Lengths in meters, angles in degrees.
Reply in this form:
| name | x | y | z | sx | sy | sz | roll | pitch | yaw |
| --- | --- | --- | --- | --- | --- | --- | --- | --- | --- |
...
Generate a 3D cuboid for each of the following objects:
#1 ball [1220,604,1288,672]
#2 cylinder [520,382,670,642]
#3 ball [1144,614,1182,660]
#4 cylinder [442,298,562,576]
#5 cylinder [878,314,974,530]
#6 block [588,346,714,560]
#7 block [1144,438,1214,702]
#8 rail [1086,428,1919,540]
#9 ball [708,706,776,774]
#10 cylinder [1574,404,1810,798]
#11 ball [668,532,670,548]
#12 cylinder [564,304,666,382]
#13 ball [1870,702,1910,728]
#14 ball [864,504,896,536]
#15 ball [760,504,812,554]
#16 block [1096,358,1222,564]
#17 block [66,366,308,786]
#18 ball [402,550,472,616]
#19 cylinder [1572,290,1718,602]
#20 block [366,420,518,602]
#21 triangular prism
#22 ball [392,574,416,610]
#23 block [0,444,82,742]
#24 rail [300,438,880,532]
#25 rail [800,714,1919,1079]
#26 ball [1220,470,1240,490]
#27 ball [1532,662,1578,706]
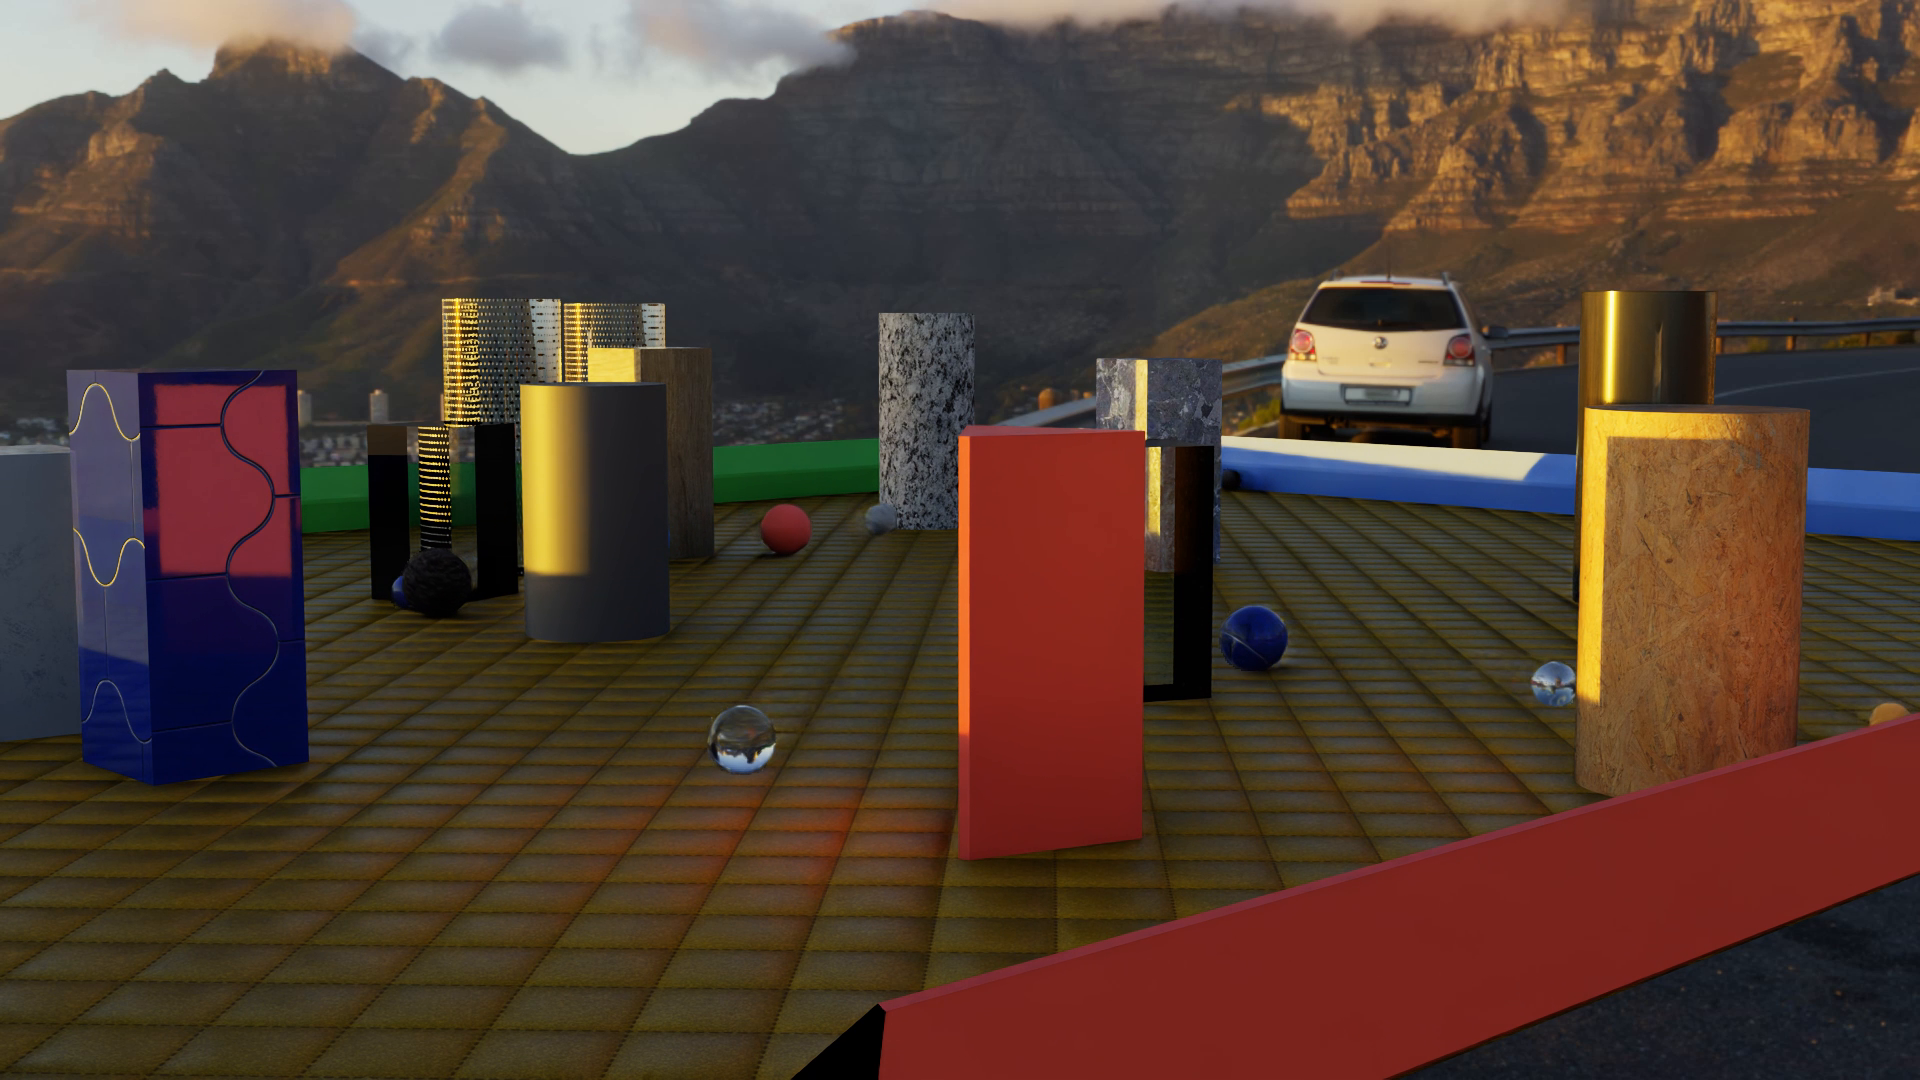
| name | x | y | z | sx | sy | sz | roll | pitch | yaw |
| --- | --- | --- | --- | --- | --- | --- | --- | --- | --- |
| ball | 0.365 | 0.122 | 2.728 | 0.082 | 0.082 | 0.082 | 0 | 6 | 0 |
| cylinder | -0.504 | -0.043 | 3.042 | 0.199 | 0.344 | 0.199 | 0 | 6 | 0 |
| ball | 0.255 | 0.124 | 2.819 | 0.057 | 0.057 | 0.057 | 0 | 6 | 0 |
| cylinder | -0.781 | -0.179 | 3.765 | 0.199 | 0.465 | 0.199 | 0 | 6 | 0 |
| cylinder | -0.069 | -0.250 | 4.561 | 0.199 | 0.440 | 0.199 | 0 | 6 | 0 |
| block | -0.561 | -0.160 | 3.996 | 0.159 | 0.377 | 0.159 | -6 | 8 | -44 |
| block | 0.188 | 0.032 | 2.571 | 0.159 | 0.291 | 0.159 | -2 | 6 | -20 |
| rail | 1.451 | -0.105 | 4.663 | 0.045 | 0.129 | 3.391 | -5 | 8 | -42 |
| ball | -0.210 | 0.193 | 2.120 | 0.066 | 0.066 | 0.066 | 0 | 6 | 0 |
| cylinder | 0.682 | 0.054 | 2.057 | 0.199 | 0.354 | 0.199 | 0 | 6 | 0 |
| ball | -0.552 | 0.000 | 3.842 | 0.092 | 0.092 | 0.092 | 0 | 6 | 0 |
| cylinder | -0.686 | -0.241 | 4.386 | 0.199 | 0.459 | 0.199 | 0 | 6 | 0 |
| ball | 0.963 | 0.189 | 2.275 | 0.041 | 0.041 | 0.041 | 0 | 6 | 0 |
| ball | -0.158 | -0.040 | 4.369 | 0.062 | 0.062 | 0.062 | 0 | 6 | 0 |
| ball | -0.318 | -0.019 | 4.025 | 0.092 | 0.092 | 0.092 | 0 | 6 | 0 |
| block | 0.351 | -0.141 | 3.900 | 0.159 | 0.360 | 0.159 | -3 | 7 | -29 |
| block | -0.757 | 0.027 | 2.159 | 0.159 | 0.387 | 0.159 | -6 | 8 | -44 |
| ball | -0.763 | 0.063 | 3.211 | 0.097 | 0.097 | 0.097 | 0 | 6 | 0 |
| cylinder | 1.044 | -0.141 | 3.358 | 0.199 | 0.473 | 0.199 | 0 | 6 | 0 |
| block | -0.806 | -0.046 | 3.431 | 0.159 | 0.269 | 0.159 | 3 | 7 | 26 |
| triangular prism | 0.045 | 0.078 | 1.876 | 0.172 | 0.345 | 0.149 | -3 | 7 | -27 |
| ball | -0.820 | 0.077 | 3.279 | 0.056 | 0.056 | 0.056 | 0 | 6 | 0 |
| block | -1.022 | 0.053 | 2.339 | 0.159 | 0.297 | 0.159 | -4 | 7 | -36 |
| rail | -1.134 | -0.094 | 4.554 | 3.995 | 0.129 | 0.045 | -5 | 8 | -42 |
| rail | 1.134 | 0.161 | 2.110 | 3.995 | 0.129 | 0.045 | -5 | 8 | -42 |
| ball | 0.672 | -0.148 | 5.466 | 0.051 | 0.051 | 0.051 | 0 | 6 | 0 |
| ball | 0.671 | 0.163 | 2.479 | 0.051 | 0.051 | 0.051 | 0 | 6 | 0 |
